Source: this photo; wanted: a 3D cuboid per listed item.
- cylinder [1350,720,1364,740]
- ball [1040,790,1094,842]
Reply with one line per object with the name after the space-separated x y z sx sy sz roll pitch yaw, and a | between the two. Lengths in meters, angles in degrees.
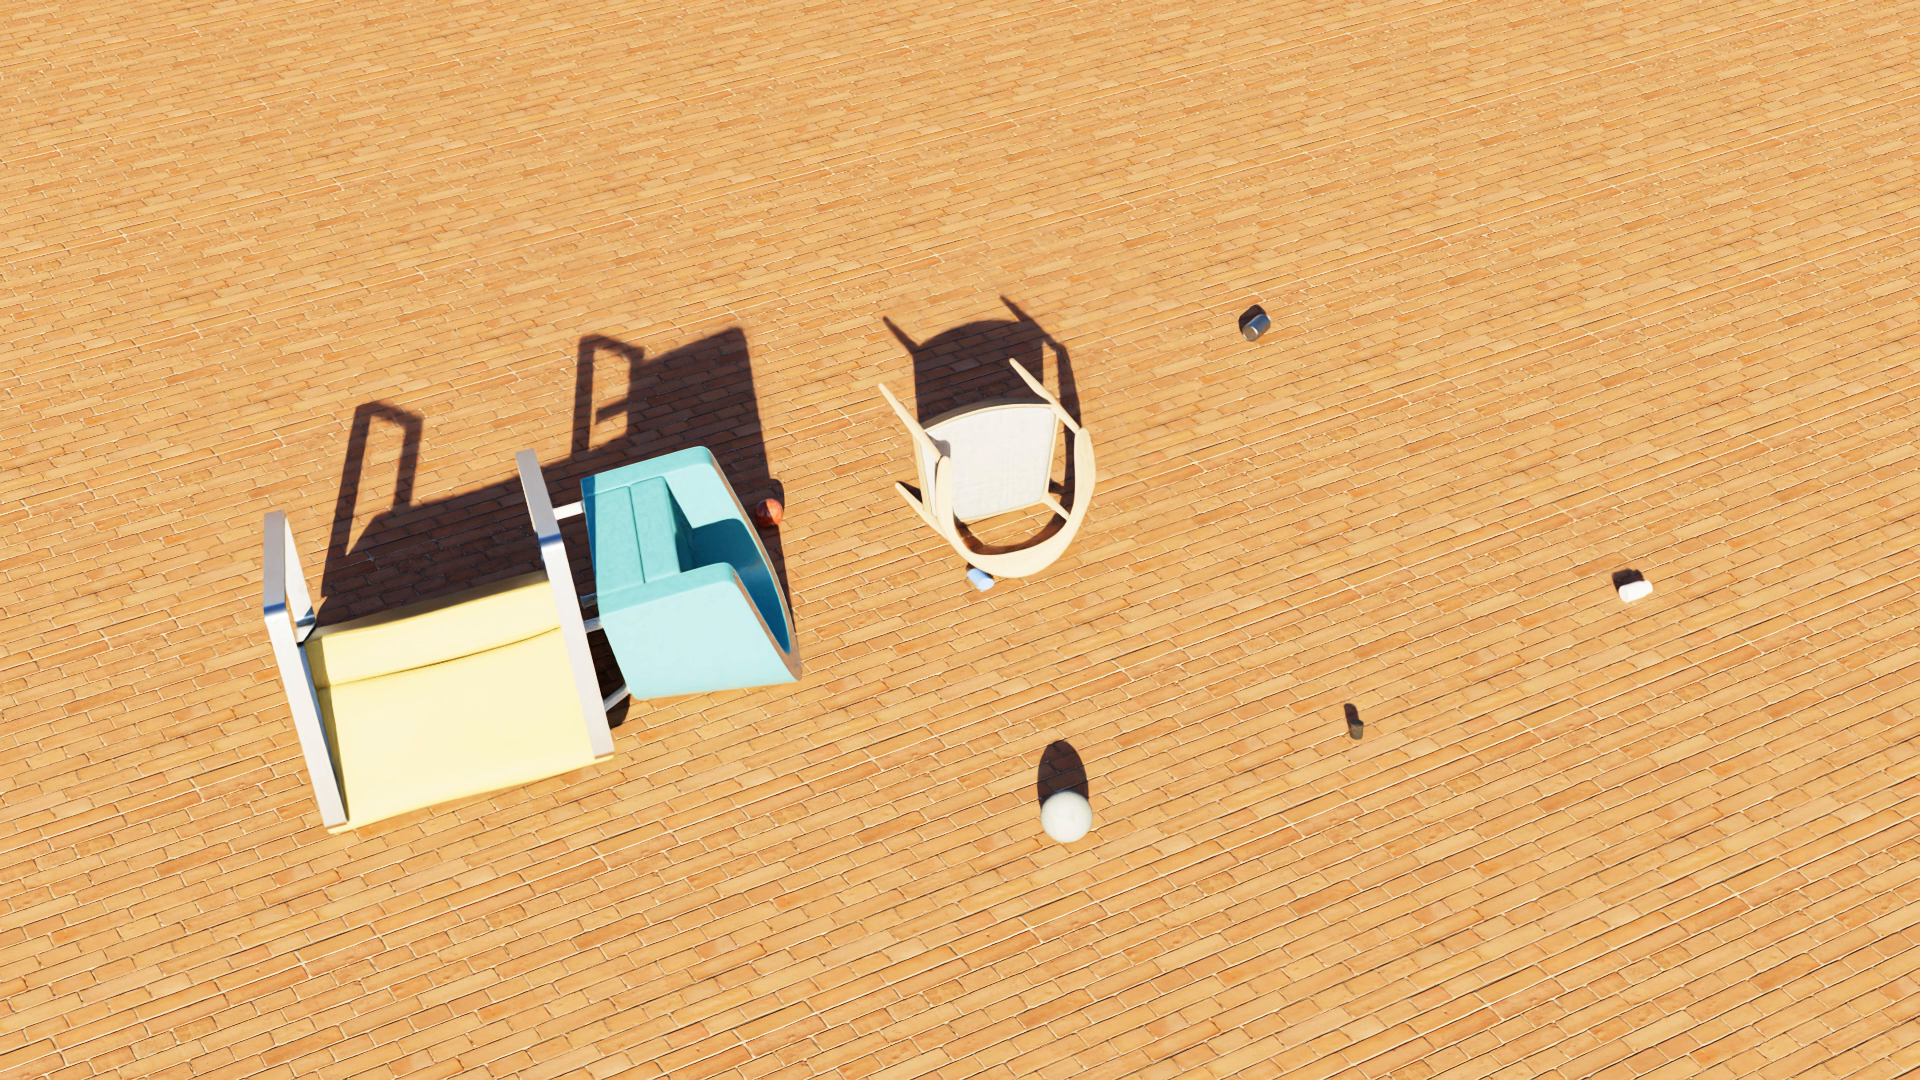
1.343 0.641 9.920 0.045 0.056 0.040 17 37 24 | cylinder
0.344 0.889 9.440 0.170 0.170 0.170 0 33 0 | ball
